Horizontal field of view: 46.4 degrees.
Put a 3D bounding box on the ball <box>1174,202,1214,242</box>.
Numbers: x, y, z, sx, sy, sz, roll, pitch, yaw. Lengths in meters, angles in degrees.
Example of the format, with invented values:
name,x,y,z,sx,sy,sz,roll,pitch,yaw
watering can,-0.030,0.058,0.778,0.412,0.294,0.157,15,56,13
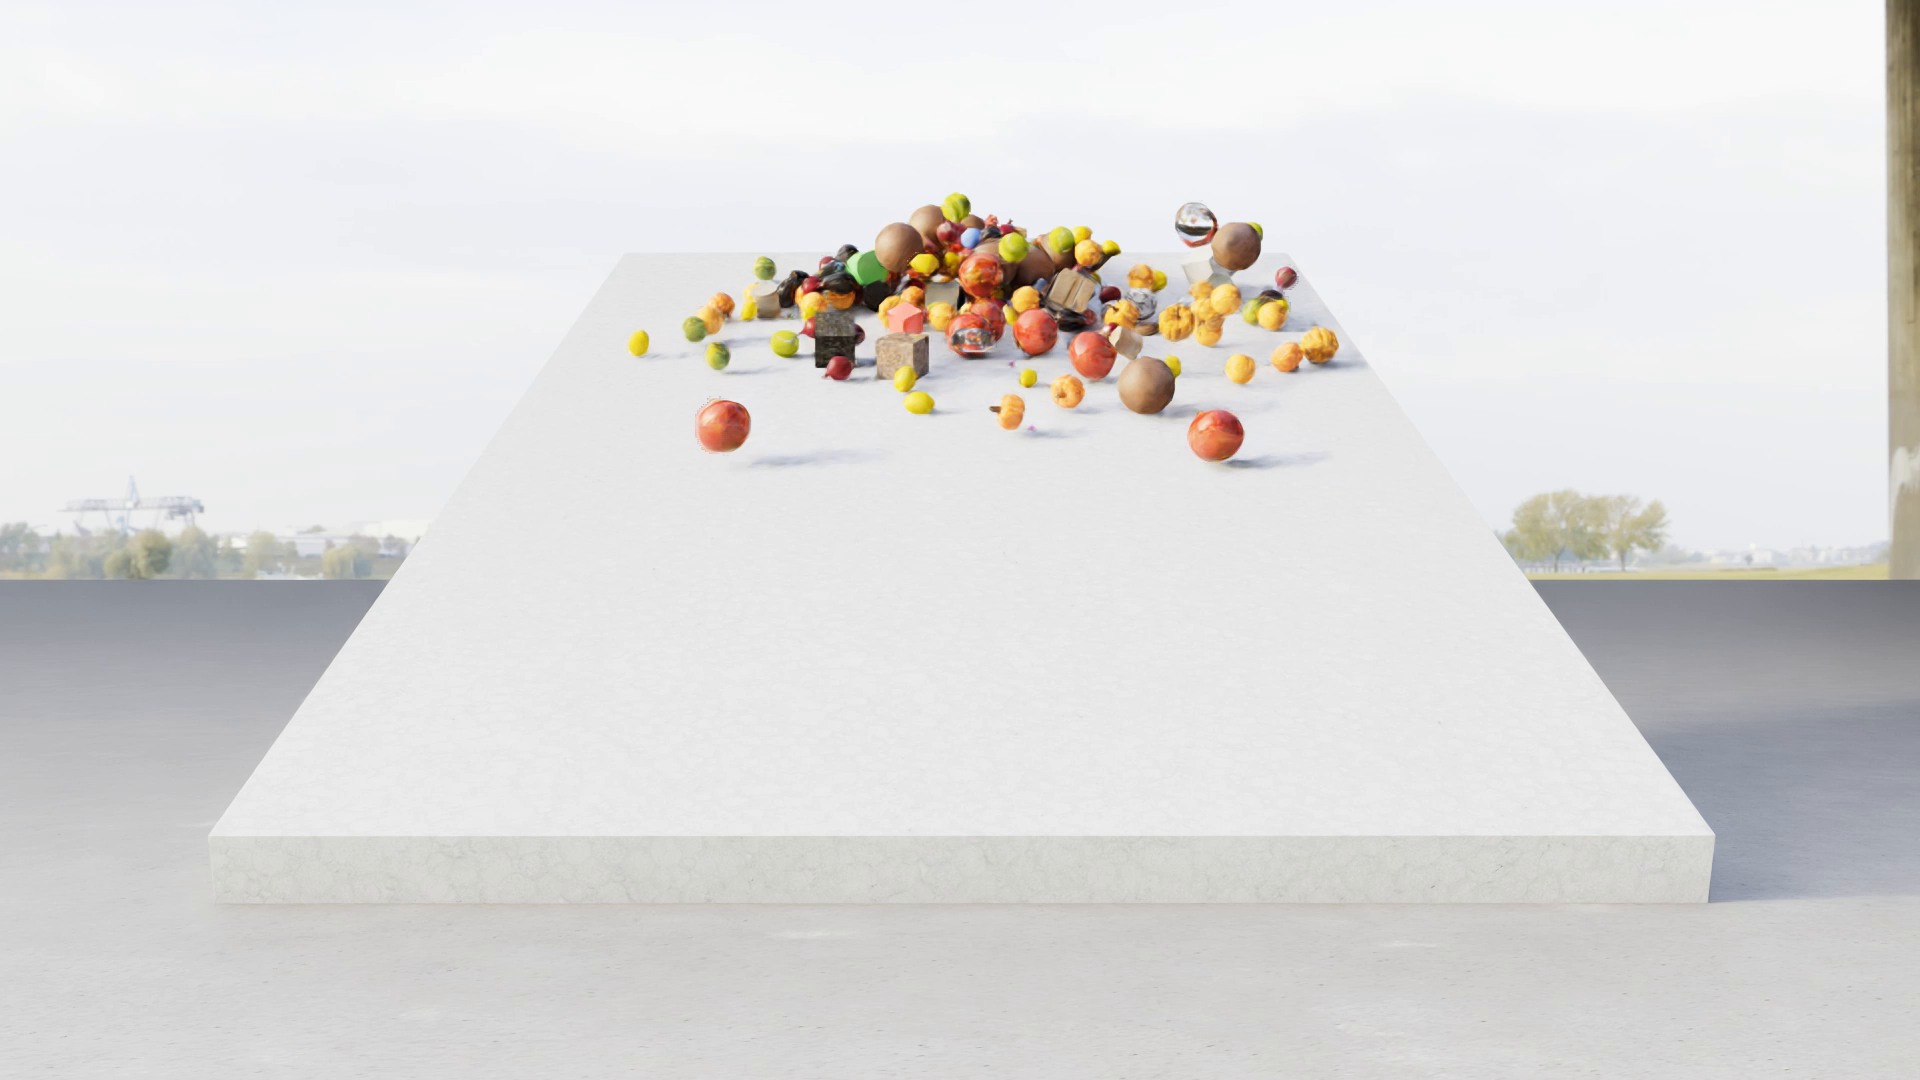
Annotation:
name,x,y,z,sx,sy,sz,roll,pitch,yaw
ball,0.596,-0.811,5.712,0.099,0.099,0.099,0,-1,0

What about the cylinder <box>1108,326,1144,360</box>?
name,x,y,z,sx,sy,sz,roll,pitch,yaw
cylinder,0.403,-0.479,5.451,0.065,0.065,0.065,24,-9,-17

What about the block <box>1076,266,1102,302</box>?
name,x,y,z,sx,sy,sz,roll,pitch,yaw
block,0.321,-0.668,5.989,0.077,0.077,0.077,-44,3,27

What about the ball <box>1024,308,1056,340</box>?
name,x,y,z,sx,sy,sz,roll,pitch,yaw
ball,0.204,-0.547,5.676,0.081,0.081,0.081,0,-1,0

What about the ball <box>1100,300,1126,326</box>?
name,x,y,z,sx,sy,sz,roll,pitch,yaw
ball,0.399,-0.588,5.822,0.067,0.067,0.067,0,-1,0

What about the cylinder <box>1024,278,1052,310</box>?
name,x,y,z,sx,sy,sz,roll,pitch,yaw
cylinder,0.207,-0.647,5.909,0.060,0.060,0.060,0,37,23

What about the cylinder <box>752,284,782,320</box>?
name,x,y,z,sx,sy,sz,roll,pitch,yaw
cylinder,-0.511,-0.629,5.914,0.069,0.069,0.069,-6,32,4

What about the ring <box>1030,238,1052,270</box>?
name,x,y,z,sx,sy,sz,roll,pitch,yaw
ring,0.232,-0.821,6.437,0.031,0.092,0.092,23,9,25

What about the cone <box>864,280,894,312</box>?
name,x,y,z,sx,sy,sz,roll,pitch,yaw
cone,-0.222,-0.650,5.997,0.083,0.083,0.083,0,5,-7

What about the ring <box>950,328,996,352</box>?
name,x,y,z,sx,sy,sz,roll,pitch,yaw
ring,0.030,-0.473,5.308,0.108,0.036,0.108,2,-13,1

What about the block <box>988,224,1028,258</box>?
name,x,y,z,sx,sy,sz,roll,pitch,yaw
block,0.145,-0.892,6.713,0.082,0.082,0.082,-14,23,-36

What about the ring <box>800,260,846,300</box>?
name,x,y,z,sx,sy,sz,roll,pitch,yaw
ring,-0.371,-0.706,6.086,0.147,0.049,0.147,-38,4,3

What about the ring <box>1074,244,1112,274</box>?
name,x,y,z,sx,sy,sz,roll,pitch,yaw
ring,0.375,-0.786,6.289,0.121,0.040,0.121,-33,17,12

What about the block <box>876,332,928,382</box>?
name,x,y,z,sx,sy,sz,roll,pitch,yaw
block,-0.137,-0.434,5.312,0.094,0.094,0.094,7,20,20

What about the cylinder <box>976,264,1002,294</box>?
name,x,y,z,sx,sy,sz,roll,pitch,yaw
cylinder,0.080,-0.699,5.996,0.059,0.059,0.059,13,-29,7

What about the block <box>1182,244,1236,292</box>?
name,x,y,z,sx,sy,sz,roll,pitch,yaw
block,0.687,-0.753,6.207,0.092,0.092,0.092,-2,35,42

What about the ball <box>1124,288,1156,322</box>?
name,x,y,z,sx,sy,sz,roll,pitch,yaw
ball,0.472,-0.617,5.877,0.088,0.088,0.088,0,-1,0

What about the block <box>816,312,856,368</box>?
name,x,y,z,sx,sy,sz,roll,pitch,yaw
block,-0.300,-0.483,5.405,0.097,0.097,0.097,-1,43,-3

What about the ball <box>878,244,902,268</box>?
name,x,y,z,sx,sy,sz,roll,pitch,yaw
ball,-0.192,-0.773,6.093,0.067,0.067,0.067,0,-1,0

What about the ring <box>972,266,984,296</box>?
name,x,y,z,sx,sy,sz,roll,pitch,yaw
ring,0.051,-0.711,6.164,0.029,0.086,0.086,-10,-1,0

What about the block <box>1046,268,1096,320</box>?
name,x,y,z,sx,sy,sz,roll,pitch,yaw
block,0.286,-0.636,5.797,0.091,0.091,0.091,25,-5,-6

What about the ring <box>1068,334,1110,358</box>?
name,x,y,z,sx,sy,sz,roll,pitch,yaw
ring,0.321,-0.480,5.542,0.112,0.037,0.112,1,22,0

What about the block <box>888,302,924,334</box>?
name,x,y,z,sx,sy,sz,roll,pitch,yaw
block,-0.137,-0.550,5.643,0.062,0.062,0.062,-30,44,-28

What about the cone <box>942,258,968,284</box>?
name,x,y,z,sx,sy,sz,roll,pitch,yaw
cone,-0.012,-0.774,6.316,0.076,0.076,0.076,0,-23,-2

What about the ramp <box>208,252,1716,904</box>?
name,x,y,z,sx,sy,sz,roll,pitch,yaw
ramp,-0.004,-0.191,4.888,2.000,0.100,4.000,0,18,0

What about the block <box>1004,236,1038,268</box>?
name,x,y,z,sx,sy,sz,roll,pitch,yaw
block,0.178,-0.845,6.582,0.075,0.075,0.075,11,21,29

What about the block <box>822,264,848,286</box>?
name,x,y,z,sx,sy,sz,roll,pitch,yaw
block,-0.354,-0.750,6.326,0.054,0.054,0.054,-13,23,-35

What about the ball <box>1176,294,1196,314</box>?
name,x,y,z,sx,sy,sz,roll,pitch,yaw
ball,0.602,-0.626,5.957,0.053,0.053,0.053,0,-1,0

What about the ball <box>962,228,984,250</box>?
name,x,y,z,sx,sy,sz,roll,pitch,yaw
ball,0.036,-0.840,6.256,0.065,0.065,0.065,0,-1,0

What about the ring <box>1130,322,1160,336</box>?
name,x,y,z,sx,sy,sz,roll,pitch,yaw
ring,0.475,-0.542,5.752,0.075,0.025,0.075,-1,20,0

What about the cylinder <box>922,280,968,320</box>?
name,x,y,z,sx,sy,sz,roll,pitch,yaw
cylinder,-0.039,-0.634,5.920,0.090,0.090,0.090,17,5,20

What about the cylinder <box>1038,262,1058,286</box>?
name,x,y,z,sx,sy,sz,roll,pitch,yaw
cylinder,0.248,-0.736,6.257,0.054,0.054,0.054,0,-42,11
